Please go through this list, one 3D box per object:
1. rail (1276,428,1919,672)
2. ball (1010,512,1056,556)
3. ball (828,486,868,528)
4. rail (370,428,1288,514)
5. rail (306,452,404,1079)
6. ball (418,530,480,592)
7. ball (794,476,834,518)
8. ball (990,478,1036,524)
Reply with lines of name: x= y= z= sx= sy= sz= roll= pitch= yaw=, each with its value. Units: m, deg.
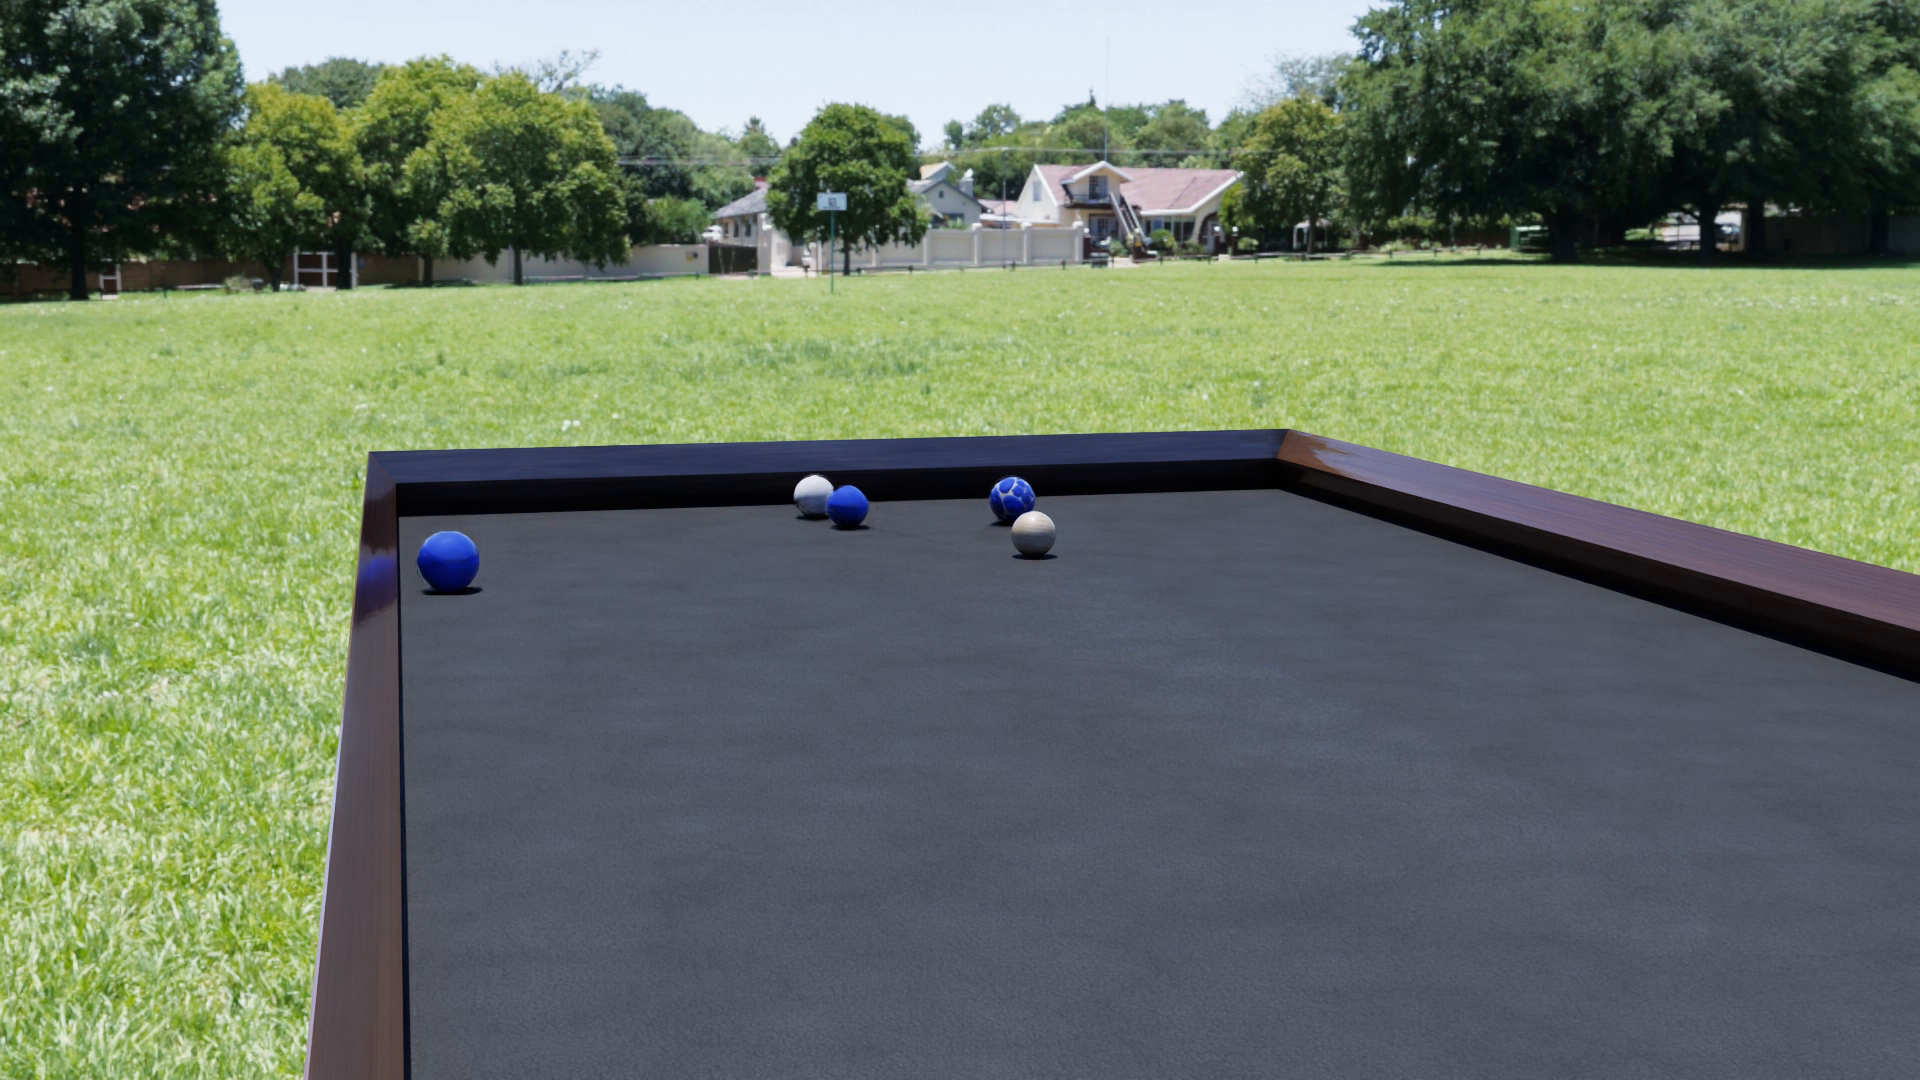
rail: x=1.036 y=0.064 z=2.802 sx=0.045 sy=0.112 sz=3.270 roll=-2 pitch=9 yaw=-14
ball: x=0.115 y=-0.009 z=3.451 sx=0.072 sy=0.072 sz=0.072 roll=0 pitch=8 yaw=0
ball: x=-0.192 y=-0.056 z=3.777 sx=0.071 sy=0.071 sz=0.071 roll=0 pitch=8 yaw=0
rail: x=-0.196 y=-0.130 z=4.136 sx=1.768 sy=0.112 sz=0.045 roll=-2 pitch=9 yaw=-14
rail: x=-0.631 y=0.125 z=2.380 sx=0.045 sy=0.112 sz=3.270 roll=-2 pitch=9 yaw=-14
ball: x=-0.727 y=0.030 z=3.130 sx=0.087 sy=0.087 sz=0.087 roll=0 pitch=8 yaw=0
ball: x=-0.258 y=-0.077 z=3.906 sx=0.074 sy=0.074 sz=0.074 roll=0 pitch=8 yaw=0
ball: x=0.091 y=-0.069 z=3.830 sx=0.080 sy=0.080 sz=0.080 roll=0 pitch=8 yaw=0
